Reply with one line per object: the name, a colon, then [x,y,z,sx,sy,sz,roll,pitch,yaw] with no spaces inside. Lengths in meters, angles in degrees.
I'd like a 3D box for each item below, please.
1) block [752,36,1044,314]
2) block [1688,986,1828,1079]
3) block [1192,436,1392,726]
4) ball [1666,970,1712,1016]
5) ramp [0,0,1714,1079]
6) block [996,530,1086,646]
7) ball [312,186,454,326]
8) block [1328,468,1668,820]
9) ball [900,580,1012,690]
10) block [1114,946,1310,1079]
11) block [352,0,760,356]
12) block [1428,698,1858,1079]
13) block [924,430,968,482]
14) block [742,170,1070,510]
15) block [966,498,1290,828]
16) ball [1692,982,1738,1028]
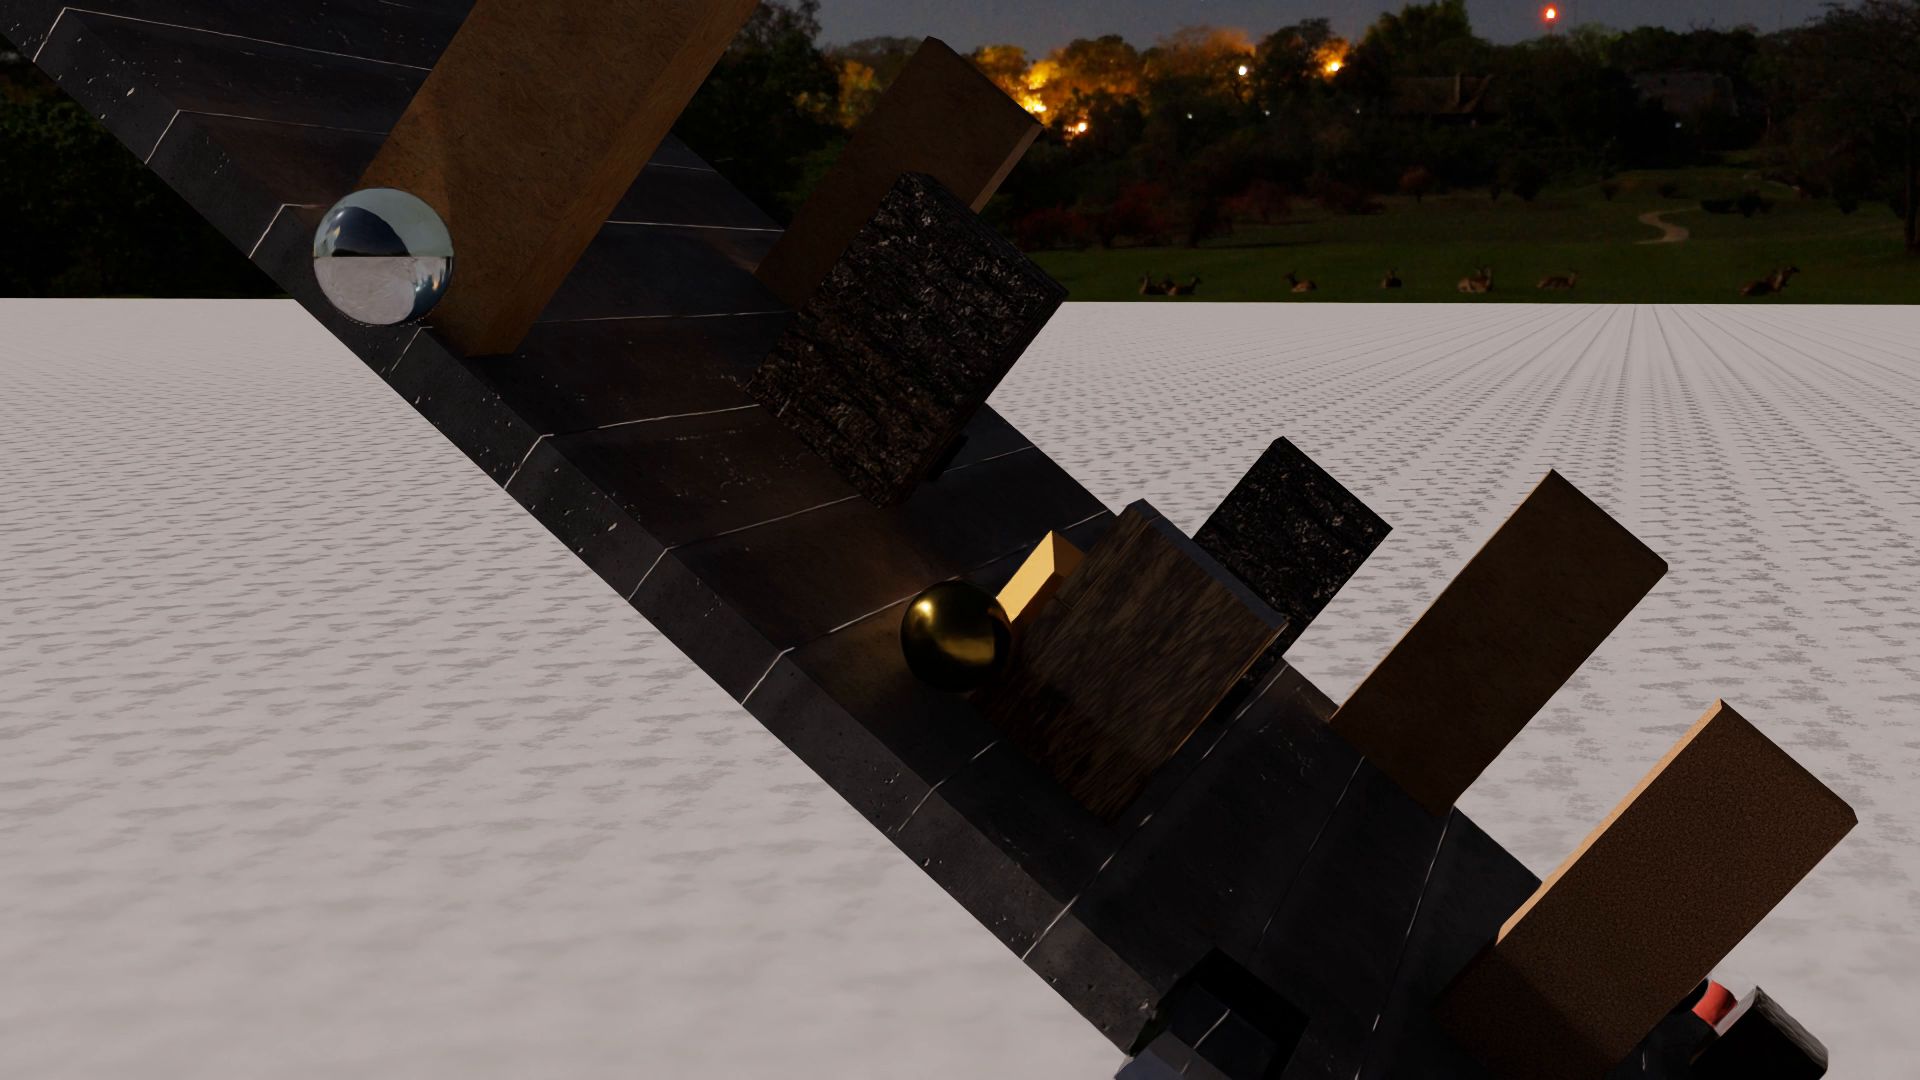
block: [-0.131,-0.701,4.553,0.285,0.617,0.091,41,16,9]
block: [1.589,1.032,4.373,0.180,0.180,0.180,43,17,16]
block: [0.555,0.077,4.174,0.271,0.482,0.106,41,16,9]
ball: [1.429,0.870,4.459,0.183,0.183,0.183,0,7,0]
ramp: [-0.010,0.060,4.045,4.000,0.100,2.000,41,16,9]
block: [0.173,0.149,3.656,0.201,0.201,0.201,36,16,-11]
ball: [-0.782,-0.385,2.986,0.188,0.188,0.188,0,7,0]
block: [1.125,0.220,4.622,0.305,0.704,0.123,41,16,9]
ball: [-0.006,0.145,3.337,0.169,0.169,0.169,0,7,0]
block: [0.327,0.659,2.853,0.154,0.154,0.154,37,47,4]
block: [-0.577,-0.661,3.191,0.290,0.773,0.142,41,16,9]
block: [1.082,0.600,3.521,0.263,0.690,0.093,41,16,9]
block: [-0.079,-0.199,4.216,0.112,0.112,0.112,17,26,-52]
block: [-0.098,-0.354,3.913,0.334,0.490,0.149,41,16,9]
block: [0.255,0.188,3.365,0.294,0.402,0.105,41,16,9]
ball: [1.760,1.133,5.217,0.179,0.179,0.179,0,7,0]
